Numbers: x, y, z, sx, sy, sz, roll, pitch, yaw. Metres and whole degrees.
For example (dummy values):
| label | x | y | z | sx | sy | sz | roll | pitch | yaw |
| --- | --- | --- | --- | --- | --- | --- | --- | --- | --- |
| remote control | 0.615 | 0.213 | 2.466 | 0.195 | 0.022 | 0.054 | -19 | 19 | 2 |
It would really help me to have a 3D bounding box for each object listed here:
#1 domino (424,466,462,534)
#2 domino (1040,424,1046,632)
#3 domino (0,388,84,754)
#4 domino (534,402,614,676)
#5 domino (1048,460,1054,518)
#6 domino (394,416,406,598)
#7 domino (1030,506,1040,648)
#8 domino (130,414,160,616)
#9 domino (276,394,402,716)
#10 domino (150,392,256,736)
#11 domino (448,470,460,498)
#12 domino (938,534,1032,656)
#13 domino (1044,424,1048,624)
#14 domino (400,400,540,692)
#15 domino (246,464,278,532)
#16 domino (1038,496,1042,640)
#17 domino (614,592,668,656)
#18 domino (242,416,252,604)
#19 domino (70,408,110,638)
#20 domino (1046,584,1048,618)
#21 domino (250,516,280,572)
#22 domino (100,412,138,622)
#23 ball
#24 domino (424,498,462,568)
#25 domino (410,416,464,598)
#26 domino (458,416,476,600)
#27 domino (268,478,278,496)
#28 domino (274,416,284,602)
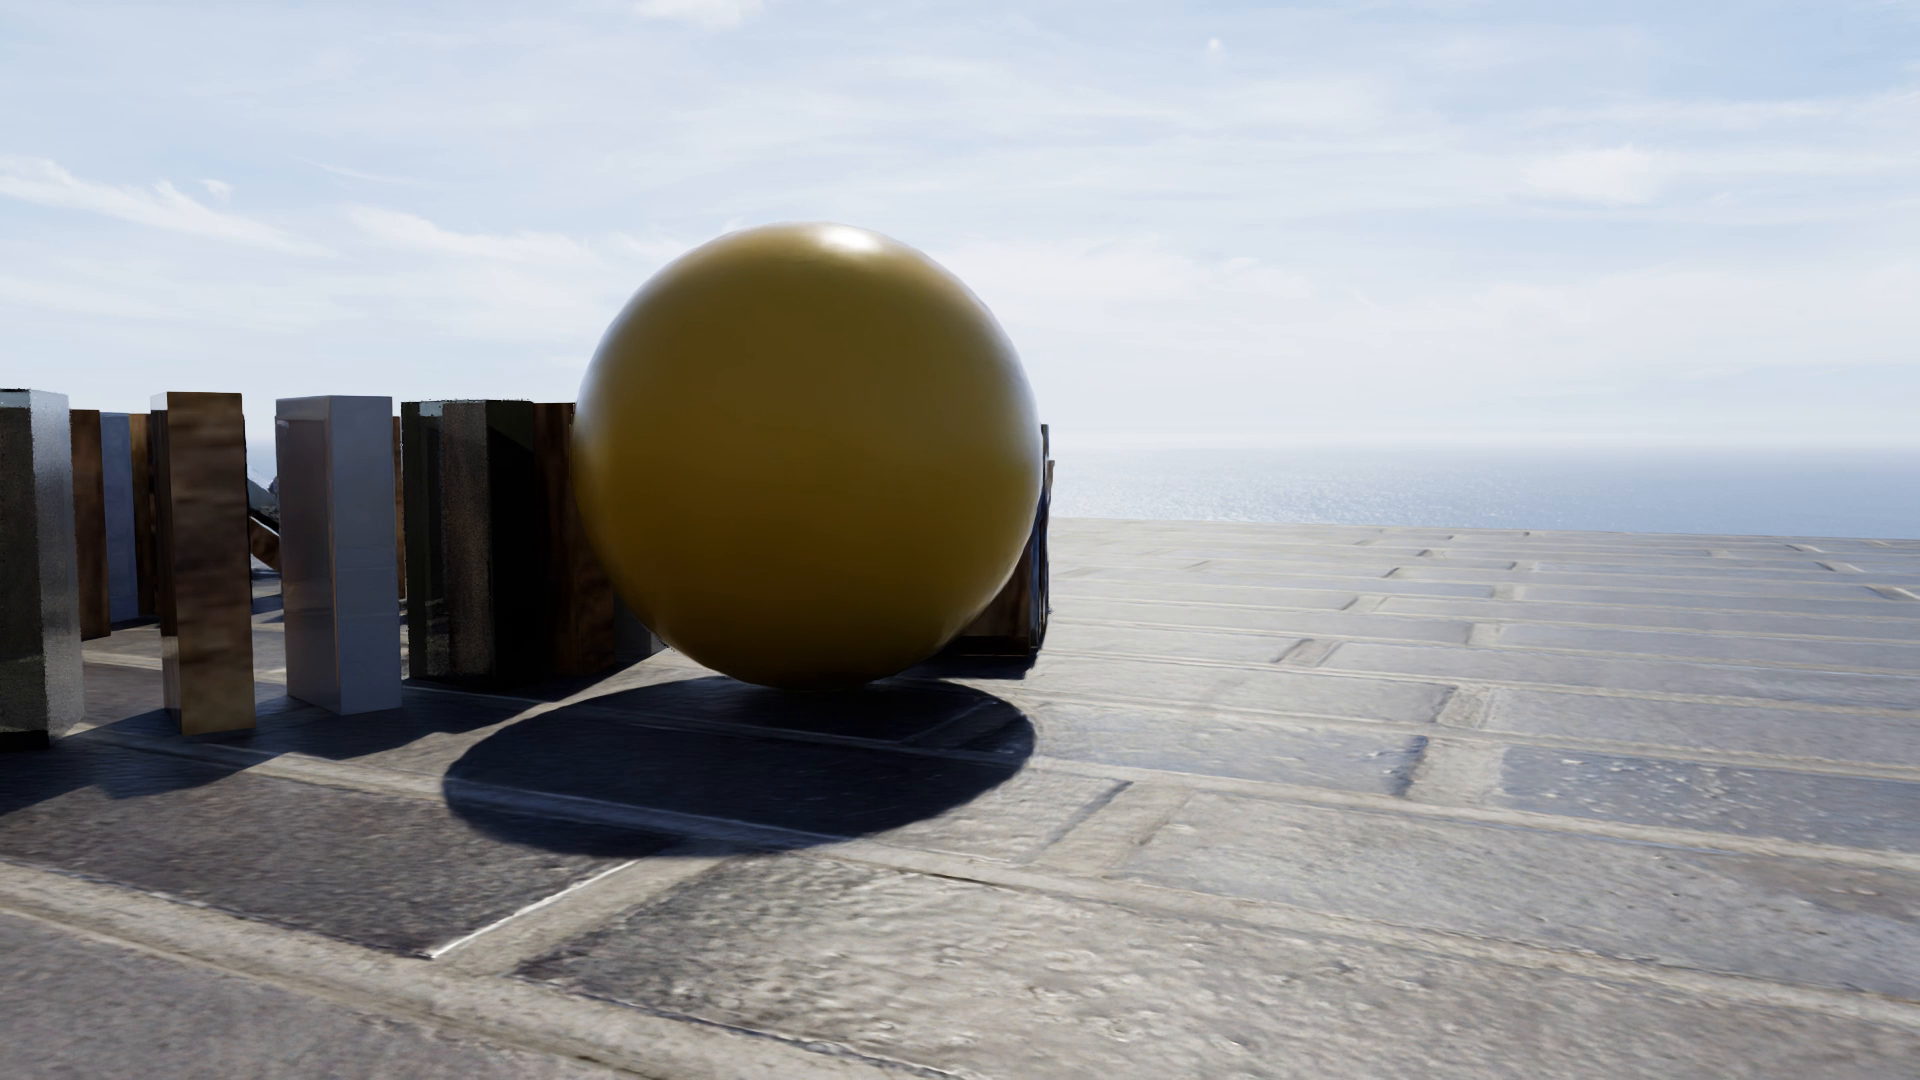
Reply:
| label | x | y | z | sx | sy | sz | roll | pitch | yaw |
| --- | --- | --- | --- | --- | --- | --- | --- | --- | --- |
| domino | -0.172 | -0.009 | 0.452 | 0.050 | 0.010 | 0.025 | 32 | 2 | -5 |
| domino | 0.007 | -0.004 | 0.300 | 0.025 | 0.050 | 0.009 | 0 | -28 | 5 |
| domino | -0.137 | 0.004 | 0.186 | 0.009 | 0.050 | 0.025 | -2 | 5 | -25 |
| domino | -0.079 | -0.001 | 0.243 | 0.025 | 0.050 | 0.009 | 2 | 5 | 23 |
| domino | 0.011 | -0.003 | 0.342 | 0.025 | 0.009 | 0.050 | 5 | 42 | 4 |
| domino | -0.160 | -0.010 | 0.363 | 0.010 | 0.050 | 0.025 | -1 | 4 | -10 |
| domino | 0.005 | -0.002 | 0.277 | 0.025 | 0.050 | 0.009 | 0 | -28 | 5 |
| domino | -0.210 | -0.007 | 0.326 | 0.025 | 0.050 | 0.009 | 1 | 5 | 19 |
| domino | -0.102 | 0.002 | 0.211 | 0.025 | 0.050 | 0.010 | 4 | 6 | 45 |
| domino | -0.117 | 0.003 | 0.198 | 0.009 | 0.050 | 0.025 | -3 | 5 | -37 |
| domino | -0.153 | -0.009 | 0.455 | 0.050 | 0.009 | 0.025 | 32 | 6 | 3 |
| domino | 0.002 | -0.001 | 0.266 | 0.025 | 0.050 | 0.009 | 0 | -28 | 5 |
| domino | 0.009 | -0.004 | 0.311 | 0.025 | 0.050 | 0.010 | 0 | -28 | 5 |
| domino | -0.087 | 0.000 | 0.229 | 0.025 | 0.050 | 0.010 | 3 | 5 | 35 |
| domino | -0.229 | -0.009 | 0.435 | 0.050 | 0.009 | 0.025 | 38 | -7 | -16 |
| domino | 0.006 | -0.003 | 0.289 | 0.025 | 0.050 | 0.009 | 0 | -28 | 5 |
| domino | -0.074 | -0.002 | 0.263 | 0.025 | 0.050 | 0.009 | 1 | 4 | 7 |
| domino | -0.200 | -0.008 | 0.344 | 0.025 | 0.050 | 0.009 | 4 | 6 | 44 |
| domino | -0.201 | -0.003 | 0.277 | 0.010 | 0.050 | 0.025 | 4 | 6 | 45 |
| domino | 0.009 | -0.005 | 0.323 | 0.025 | 0.050 | 0.009 | 0 | -28 | 2 |
| domino | -0.244 | -0.009 | 0.425 | 0.050 | 0.009 | 0.025 | 40 | -13 | -22 |
| domino | -0.214 | -0.006 | 0.309 | 0.025 | 0.050 | 0.009 | 0 | 4 | 5 |
| ball | -0.026 | -0.014 | 0.222 | 0.080 | 0.080 | 0.080 | 0 | 4 | 0 |
| domino | -0.191 | -0.009 | 0.448 | 0.050 | 0.009 | 0.025 | 33 | 0 | -8 |
| domino | -0.144 | -0.010 | 0.364 | 0.010 | 0.050 | 0.025 | 1 | 4 | 7 |
| domino | -0.127 | -0.009 | 0.359 | 0.010 | 0.050 | 0.025 | 2 | 5 | 23 |
| domino | -0.209 | -0.008 | 0.442 | 0.050 | 0.009 | 0.025 | 33 | -5 | -15 |
| domino | -0.183 | -0.009 | 0.355 | 0.010 | 0.050 | 0.025 | -2 | 5 | -27 |
